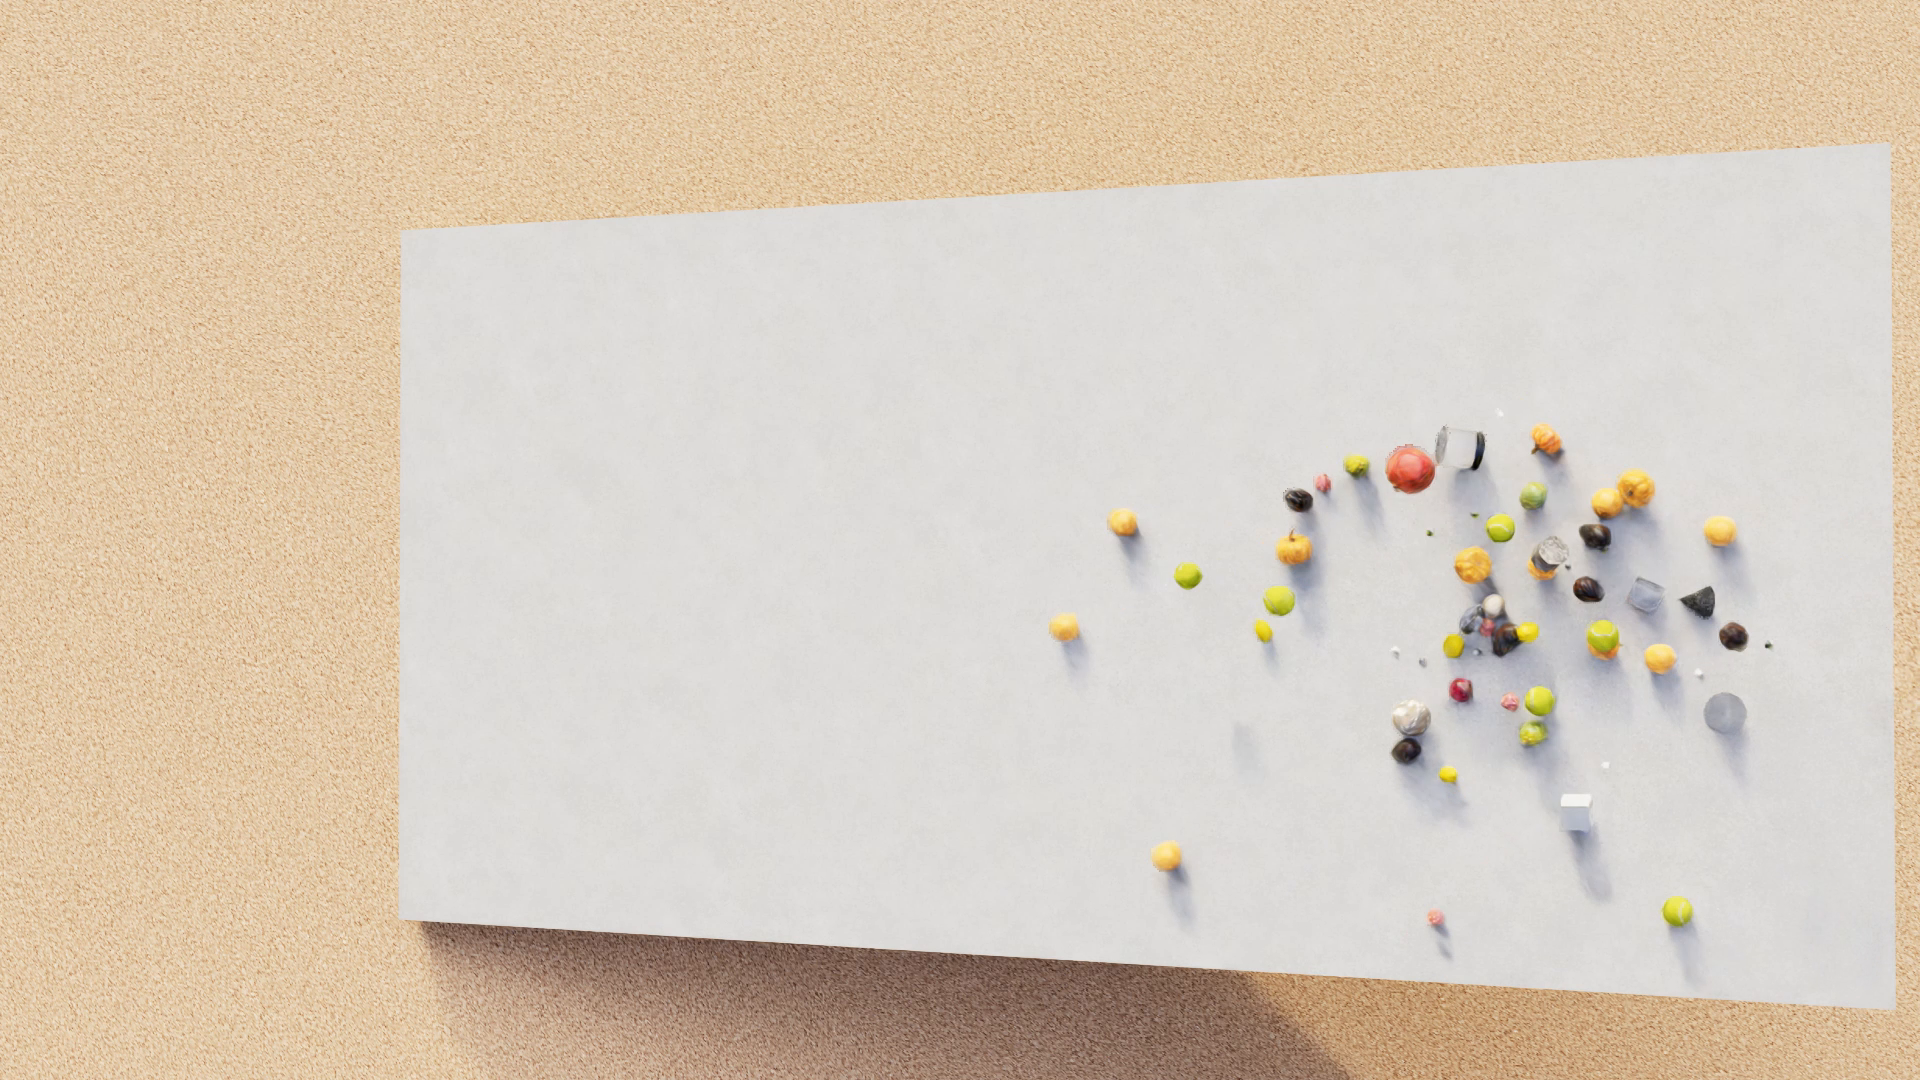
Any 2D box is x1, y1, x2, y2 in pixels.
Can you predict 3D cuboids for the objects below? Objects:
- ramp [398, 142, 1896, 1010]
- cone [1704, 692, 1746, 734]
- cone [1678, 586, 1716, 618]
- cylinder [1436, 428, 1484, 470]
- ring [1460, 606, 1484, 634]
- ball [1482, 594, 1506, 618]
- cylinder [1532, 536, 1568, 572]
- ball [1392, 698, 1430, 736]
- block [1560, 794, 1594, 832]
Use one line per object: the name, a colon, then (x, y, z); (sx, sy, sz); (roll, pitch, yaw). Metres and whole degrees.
ramp: (0.279, 0.091, 5.774); (4.000, 0.100, 2.000); (0, 89, 19)
cone: (1.789, 0.407, 5.141); (0.096, 0.096, 0.096); (0, 89, 19)
cone: (1.731, 0.144, 5.197); (0.076, 0.076, 0.076); (-6, 98, -44)
cylinder: (1.213, -0.223, 5.336); (0.091, 0.091, 0.091); (8, 89, -6)
ring: (1.245, 0.195, 5.350); (0.025, 0.076, 0.076); (32, 89, -20)
ball: (1.296, 0.161, 5.336); (0.056, 0.056, 0.056); (0, 89, 0)
cylinder: (1.400, 0.034, 5.219); (0.069, 0.069, 0.069); (1, 77, -2)
ball: (1.105, 0.435, 5.380); (0.092, 0.092, 0.092); (0, 89, 0)
block: (1.473, 0.650, 5.251); (0.066, 0.066, 0.066); (-2, 110, 22)
